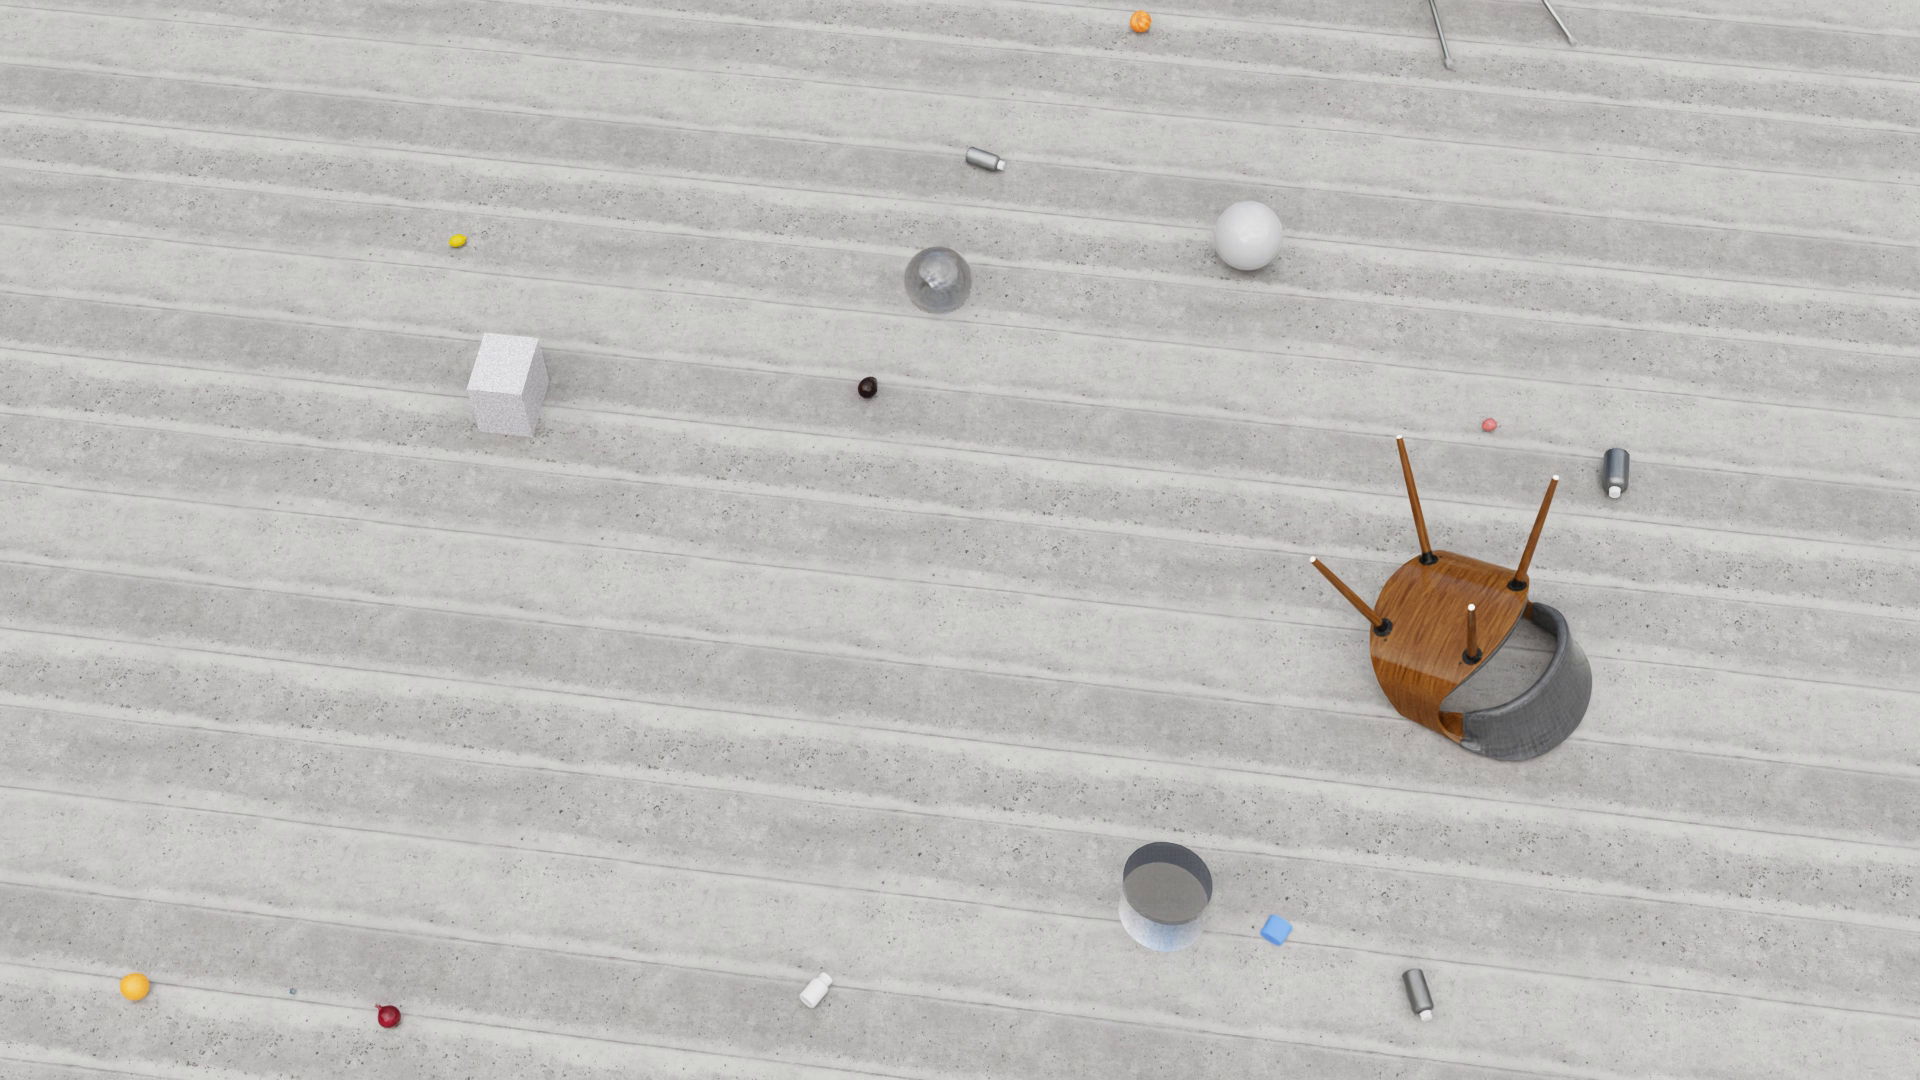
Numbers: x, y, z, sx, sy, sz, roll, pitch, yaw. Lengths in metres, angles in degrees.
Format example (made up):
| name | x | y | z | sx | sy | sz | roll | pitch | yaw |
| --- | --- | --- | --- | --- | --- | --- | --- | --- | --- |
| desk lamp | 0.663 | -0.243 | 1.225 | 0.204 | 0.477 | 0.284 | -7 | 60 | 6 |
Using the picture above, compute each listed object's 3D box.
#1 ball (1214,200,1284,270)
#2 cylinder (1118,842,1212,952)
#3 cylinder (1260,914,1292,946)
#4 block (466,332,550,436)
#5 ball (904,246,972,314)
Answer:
| name | x | y | z | sx | sy | sz | roll | pitch | yaw |
| --- | --- | --- | --- | --- | --- | --- | --- | --- | --- |
| ball | 0.930 | -0.982 | 7.099 | 0.223 | 0.223 | 0.223 | 0 | 56 | 0 |
| cylinder | 0.543 | 0.945 | 5.822 | 0.240 | 0.196 | 0.221 | 30 | 61 | 19 |
| cylinder | 0.842 | 1.039 | 5.854 | 0.066 | 0.038 | 0.061 | 40 | 48 | 15 |
| block | -1.388 | -0.476 | 6.765 | 0.168 | 0.213 | 0.219 | 6 | 56 | 4 |
| ball | -0.069 | -0.826 | 6.998 | 0.217 | 0.217 | 0.217 | 0 | 56 | 0 |
